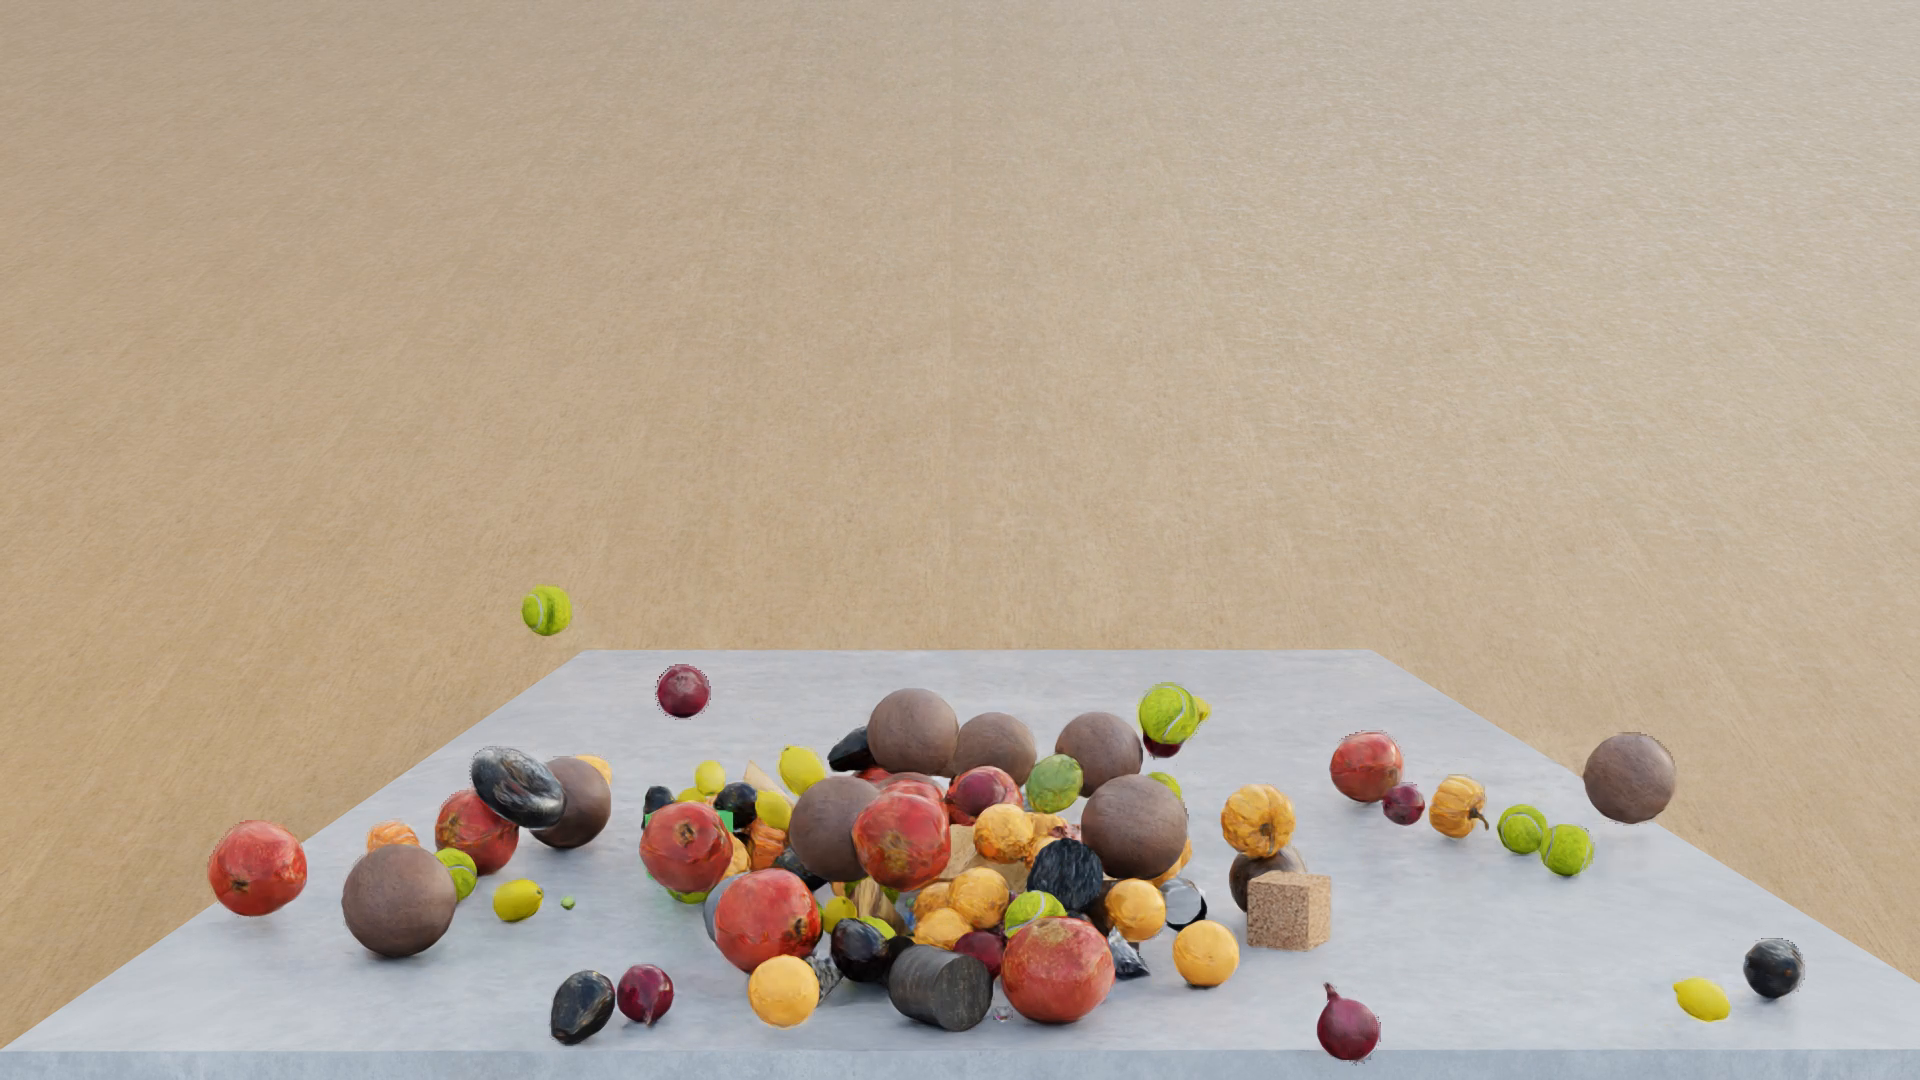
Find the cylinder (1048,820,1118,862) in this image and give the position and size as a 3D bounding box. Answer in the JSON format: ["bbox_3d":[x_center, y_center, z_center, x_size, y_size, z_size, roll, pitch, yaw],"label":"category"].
[{"bbox_3d":[0.166,0.416,3.452,0.070,0.070,0.070,-10,23,-23],"label":"cylinder"}]

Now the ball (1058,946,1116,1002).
[{"bbox_3d":[0.135,0.461,2.732,0.060,0.060,0.060,0,21,0],"label":"ball"}]

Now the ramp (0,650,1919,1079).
[{"bbox_3d":[0.049,0.441,4.532,2.000,0.100,4.000,0,3,0],"label":"ramp"}]

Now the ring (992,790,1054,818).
[{"bbox_3d":[0.098,0.407,3.963,0.098,0.033,0.098,-2,3,0],"label":"ring"}]

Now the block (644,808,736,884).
[{"bbox_3d":[-0.360,0.407,3.424,0.087,0.087,0.087,-3,0,-34],"label":"block"}]

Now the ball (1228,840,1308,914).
[{"bbox_3d":[0.380,0.419,3.161,0.097,0.097,0.097,0,21,0],"label":"ball"}]

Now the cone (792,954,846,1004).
[{"bbox_3d":[-0.140,0.465,2.731,0.054,0.054,0.054,5,12,-44],"label":"cone"}]

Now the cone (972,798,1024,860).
[{"bbox_3d":[0.026,0.410,3.531,0.092,0.092,0.092,-13,24,-22],"label":"cone"}]

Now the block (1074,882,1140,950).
[{"bbox_3d":[0.172,0.440,3.014,0.069,0.069,0.069,1,3,-4],"label":"block"}]

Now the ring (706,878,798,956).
[{"bbox_3d":[-0.232,0.421,2.860,0.109,0.109,0.036,7,40,18],"label":"ring"}]

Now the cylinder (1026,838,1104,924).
[{"bbox_3d":[0.118,0.387,2.912,0.080,0.080,0.080,-2,-19,-4],"label":"cylinder"}]

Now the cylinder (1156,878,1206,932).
[{"bbox_3d":[0.267,0.441,3.112,0.054,0.054,0.054,-2,8,-5],"label":"cylinder"}]

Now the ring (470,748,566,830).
[{"bbox_3d":[-0.596,0.335,3.472,0.143,0.048,0.143,33,16,-11],"label":"ring"}]

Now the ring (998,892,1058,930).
[{"bbox_3d":[0.088,0.450,3.132,0.102,0.034,0.102,-7,4,0],"label":"ring"}]

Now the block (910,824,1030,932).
[{"bbox_3d":[0.015,0.406,3.093,0.087,0.087,0.087,-5,36,51],"label":"block"}]

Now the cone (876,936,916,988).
[{"bbox_3d":[-0.051,0.464,2.807,0.061,0.061,0.061,14,-2,31],"label":"cone"}]

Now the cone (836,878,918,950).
[{"bbox_3d":[-0.084,0.456,3.015,0.090,0.090,0.090,28,9,-26],"label":"cone"}]

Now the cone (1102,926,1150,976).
[{"bbox_3d":[0.186,0.470,2.854,0.061,0.061,0.061,27,27,11],"label":"cone"}]

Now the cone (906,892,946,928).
[{"bbox_3d":[-0.040,0.442,3.135,0.054,0.054,0.054,0,3,0],"label":"cone"}]

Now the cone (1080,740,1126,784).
[{"bbox_3d":[0.221,0.330,3.973,0.072,0.072,0.072,1,16,2],"label":"cone"}]

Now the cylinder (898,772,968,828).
[{"bbox_3d":[-0.041,0.385,3.807,0.073,0.073,0.073,18,5,-42],"label":"cylinder"}]

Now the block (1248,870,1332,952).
[{"bbox_3d":[0.389,0.437,3.030,0.076,0.076,0.076,2,4,29],"label":"block"}]
